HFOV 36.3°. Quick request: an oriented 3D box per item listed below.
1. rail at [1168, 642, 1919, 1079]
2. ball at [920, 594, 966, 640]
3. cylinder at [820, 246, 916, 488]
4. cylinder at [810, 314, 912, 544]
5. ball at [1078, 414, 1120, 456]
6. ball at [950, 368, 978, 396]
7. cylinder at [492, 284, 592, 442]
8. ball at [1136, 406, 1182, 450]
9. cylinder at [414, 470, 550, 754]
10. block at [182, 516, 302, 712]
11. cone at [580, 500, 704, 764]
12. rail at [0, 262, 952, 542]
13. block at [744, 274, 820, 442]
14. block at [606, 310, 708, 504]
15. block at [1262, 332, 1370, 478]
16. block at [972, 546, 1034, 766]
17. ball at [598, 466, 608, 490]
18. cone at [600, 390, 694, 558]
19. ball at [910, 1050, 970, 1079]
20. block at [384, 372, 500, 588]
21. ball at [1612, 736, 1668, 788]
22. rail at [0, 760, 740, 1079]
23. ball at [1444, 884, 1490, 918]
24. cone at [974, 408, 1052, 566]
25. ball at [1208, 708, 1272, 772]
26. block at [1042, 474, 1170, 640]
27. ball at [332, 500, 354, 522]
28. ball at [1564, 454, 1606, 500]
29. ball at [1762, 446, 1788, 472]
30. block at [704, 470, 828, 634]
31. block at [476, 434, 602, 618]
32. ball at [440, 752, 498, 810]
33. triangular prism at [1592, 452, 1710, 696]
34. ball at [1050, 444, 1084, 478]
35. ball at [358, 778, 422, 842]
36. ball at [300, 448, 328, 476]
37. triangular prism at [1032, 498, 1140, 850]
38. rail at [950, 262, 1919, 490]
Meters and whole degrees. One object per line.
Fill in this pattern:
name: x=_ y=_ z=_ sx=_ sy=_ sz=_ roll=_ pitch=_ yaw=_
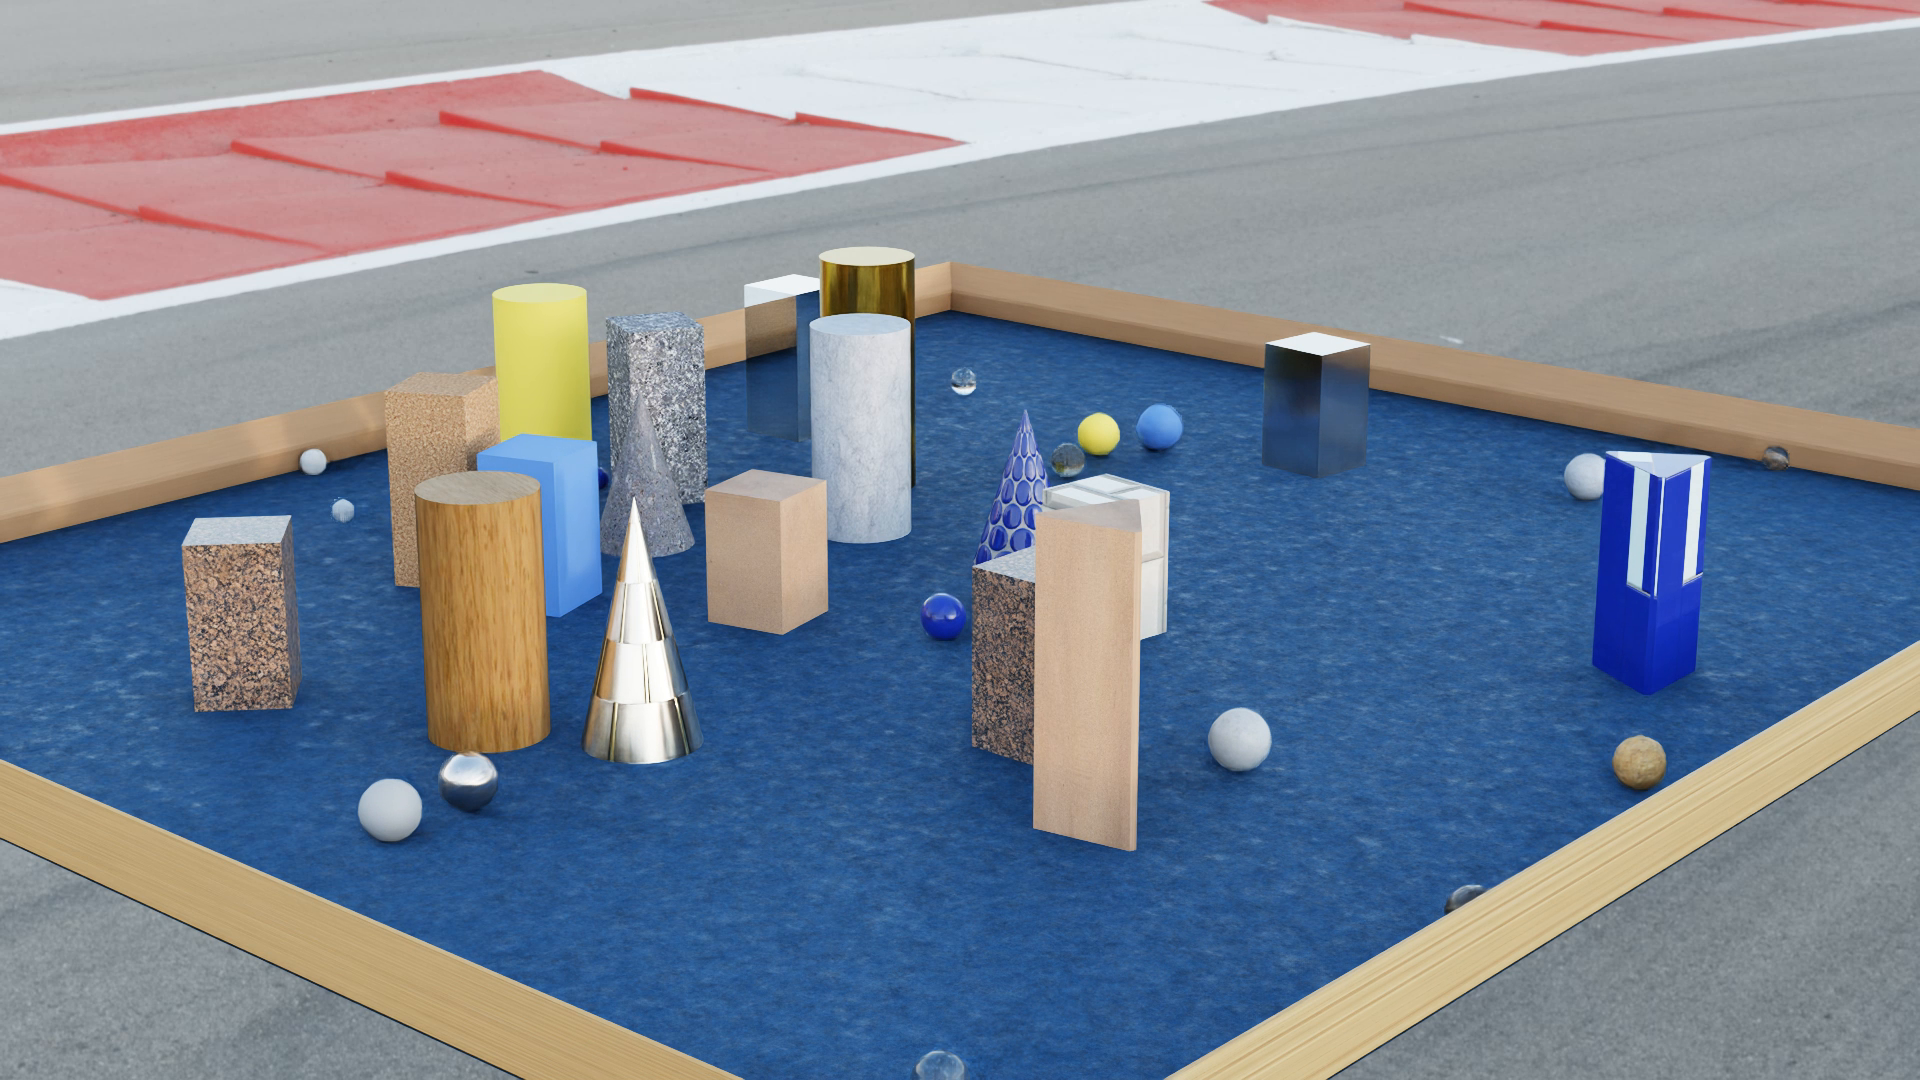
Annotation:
rail: x=1.136 y=0.316 z=4.177 sx=0.045 sy=0.121 sz=3.443 roll=14 pitch=22 yaw=39
ball: x=-0.029 y=0.127 z=4.877 sx=0.078 sy=0.078 sz=0.078 roll=0 pitch=17 yaw=0
cylinder: x=-0.180 y=-0.331 z=5.737 sx=0.186 sy=0.457 sz=0.186 roll=0 pitch=17 yaw=0
cylinder: x=-0.184 y=-0.209 z=5.444 sx=0.186 sy=0.392 sz=0.186 roll=0 pitch=17 yaw=0
ball: x=0.284 y=-0.215 z=5.994 sx=0.086 sy=0.086 sz=0.086 roll=0 pitch=17 yaw=0
ball: x=0.009 y=-0.350 z=6.487 sx=0.059 sy=0.059 sz=0.059 roll=0 pitch=17 yaw=0
cylinder: x=-0.834 y=-0.319 z=5.868 sx=0.186 sy=0.358 sz=0.186 roll=0 pitch=17 yaw=0
ball: x=0.410 y=-0.231 z=6.036 sx=0.092 sy=0.092 sz=0.092 roll=0 pitch=17 yaw=0
cylinder: x=-0.717 y=0.107 z=4.411 sx=0.186 sy=0.387 sz=0.186 roll=0 pitch=17 yaw=0
block: x=-1.122 y=0.114 z=4.590 sx=0.148 sy=0.270 sz=0.148 roll=-2 pitch=17 yaw=-6
cone: x=-0.480 y=0.120 z=4.371 sx=0.186 sy=0.385 sz=0.186 roll=0 pitch=17 yaw=0
rail: x=-1.136 y=-0.255 z=6.065 sx=0.045 sy=0.121 sz=3.443 roll=14 pitch=22 yaw=39
block: x=-0.345 y=-0.383 z=6.158 sx=0.148 sy=0.313 sz=0.148 roll=14 pitch=22 yaw=38
block: x=-0.585 y=-0.252 z=5.665 sx=0.148 sy=0.347 sz=0.148 roll=-7 pitch=18 yaw=-22
block: x=0.716 y=-0.272 z=5.899 sx=0.148 sy=0.251 sz=0.148 roll=-15 pitch=22 yaw=-40
block: x=0.123 y=0.173 z=4.373 sx=0.148 sy=0.283 sz=0.148 roll=14 pitch=22 yaw=39
ball: x=-0.713 y=-0.120 z=5.746 sx=0.049 sy=0.049 sz=0.049 roll=0 pitch=17 yaw=0
cone: x=-0.583 y=-0.136 z=5.371 sx=0.186 sy=0.295 sz=0.186 roll=0 pitch=17 yaw=0
ball: x=-0.022 y=0.609 z=3.303 sx=0.068 sy=0.068 sz=0.068 roll=0 pitch=17 yaw=0
block: x=-0.905 y=-0.104 z=5.168 sx=0.148 sy=0.352 sz=0.148 roll=4 pitch=17 yaw=14
ball: x=0.983 y=0.321 z=4.238 sx=0.077 sy=0.077 sz=0.077 roll=0 pitch=17 yaw=0
rail: x=-1.113 y=0.401 z=3.894 sx=3.055 sy=0.121 sz=0.045 roll=14 pitch=22 yaw=39
ball: x=0.654 y=0.475 z=3.735 sx=0.073 sy=0.073 sz=0.073 roll=0 pitch=17 yaw=0
cone: x=0.116 y=-0.098 z=5.260 sx=0.186 sy=0.288 sz=0.186 roll=0 pitch=17 yaw=0
ball: x=0.411 y=0.294 z=4.302 sx=0.093 sy=0.093 sz=0.093 roll=0 pitch=17 yaw=0
block: x=0.242 y=0.035 z=4.893 sx=0.148 sy=0.245 sz=0.148 roll=-14 pitch=22 yaw=-39
ball: x=-1.165 y=-0.055 z=5.538 sx=0.043 sy=0.043 sz=0.043 roll=0 pitch=17 yaw=0
ball: x=1.217 y=-0.122 z=5.678 sx=0.092 sy=0.092 sz=0.092 roll=0 pitch=17 yaw=0
ball: x=1.638 y=-0.163 z=5.885 sx=0.050 sy=0.050 sz=0.050 roll=0 pitch=17 yaw=0
block: x=-0.327 y=0.018 z=4.970 sx=0.148 sy=0.232 sz=0.148 roll=9 pitch=19 yaw=27
block: x=-0.723 y=-0.027 z=5.050 sx=0.148 sy=0.273 sz=0.148 roll=7 pitch=18 yaw=21
ball: x=-0.696 y=0.342 z=4.157 sx=0.084 sy=0.084 sz=0.084 roll=0 pitch=17 yaw=0
triangular prism: x=1.082 y=0.043 z=4.673 sx=0.139 sy=0.357 sz=0.161 roll=14 pitch=22 yaw=38
ball: x=0.213 y=-0.158 z=5.836 sx=0.069 sy=0.069 sz=0.069 roll=0 pitch=17 yaw=0
ball: x=-0.787 y=0.373 z=4.050 sx=0.088 sy=0.088 sz=0.088 roll=0 pitch=17 yaw=0
ball: x=-1.291 y=-0.156 z=5.857 sx=0.053 sy=0.053 sz=0.053 roll=0 pitch=17 yaw=0
triangular prism: x=0.207 y=0.179 z=4.054 sx=0.161 sy=0.456 sz=0.139 roll=10 pitch=20 yaw=31
rail: x=1.113 y=-0.341 z=6.348 sx=3.055 sy=0.121 sz=0.045 roll=14 pitch=22 yaw=39
